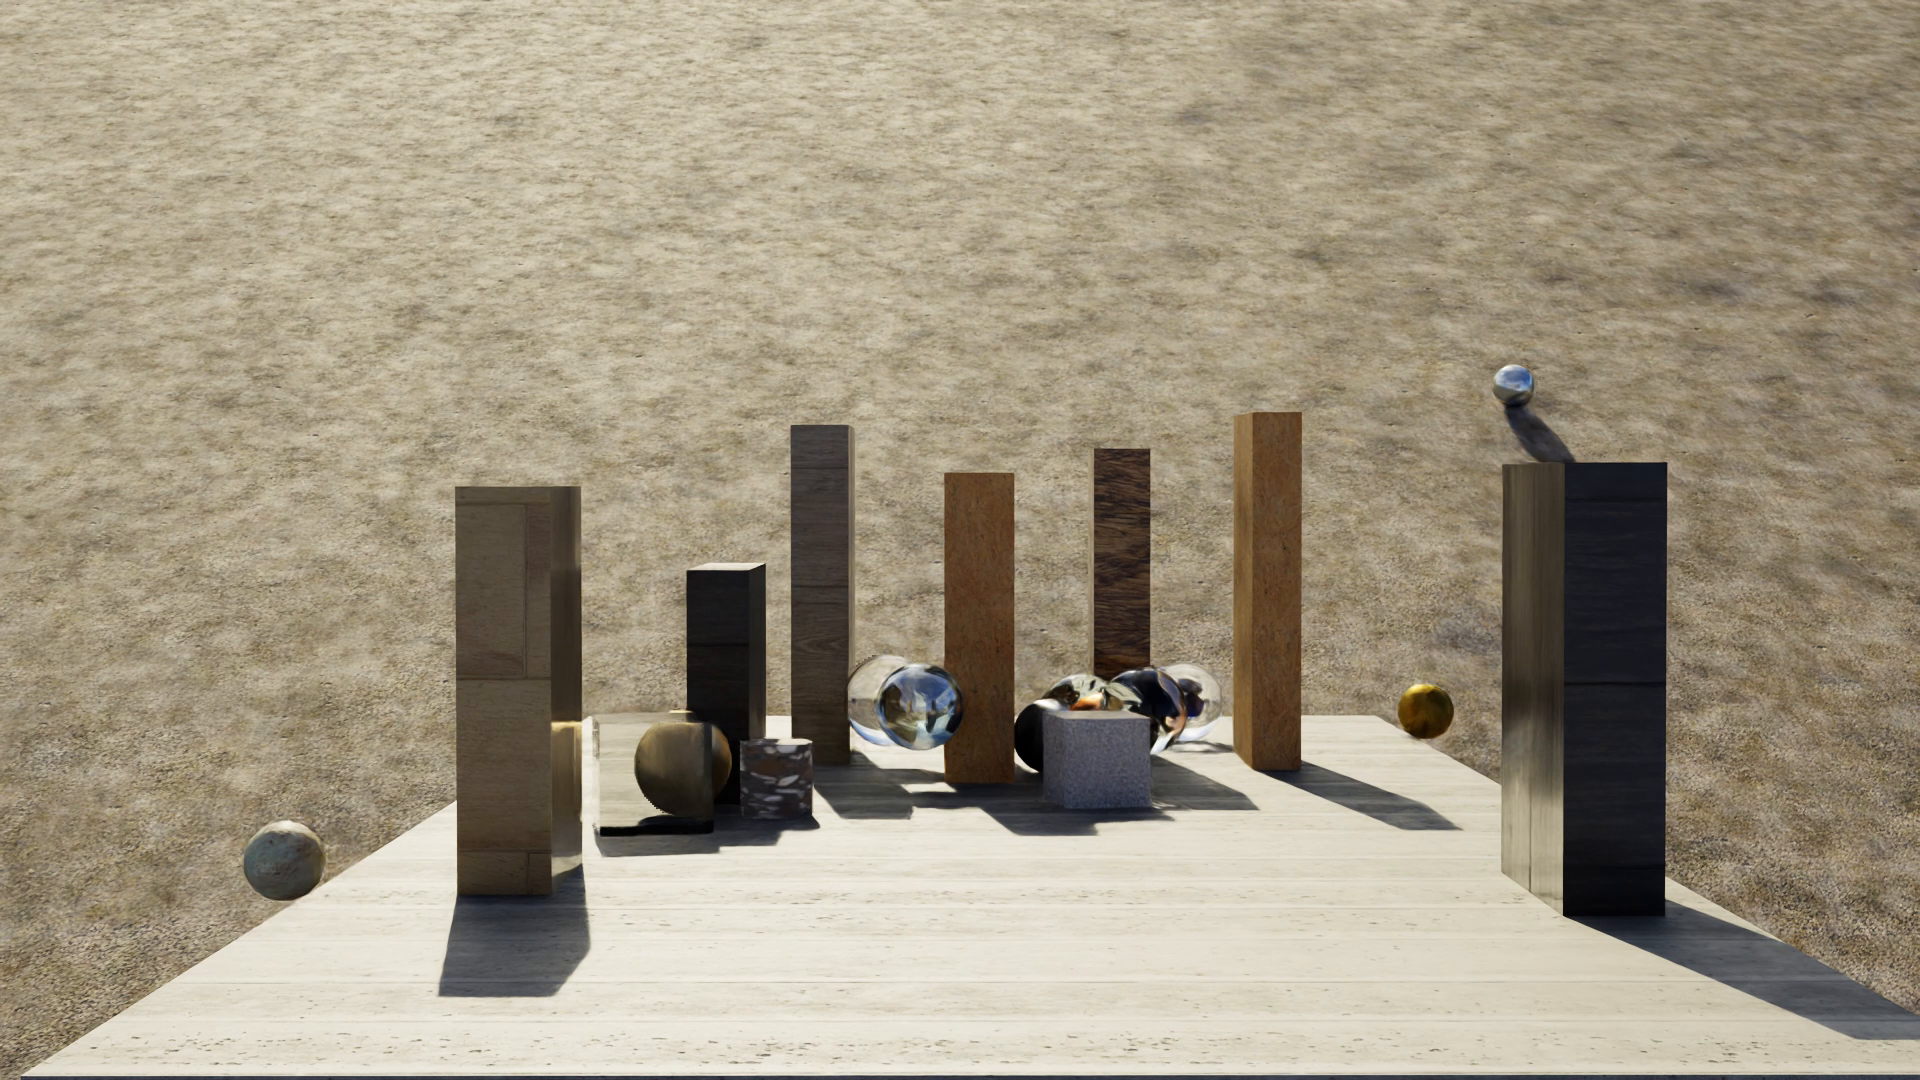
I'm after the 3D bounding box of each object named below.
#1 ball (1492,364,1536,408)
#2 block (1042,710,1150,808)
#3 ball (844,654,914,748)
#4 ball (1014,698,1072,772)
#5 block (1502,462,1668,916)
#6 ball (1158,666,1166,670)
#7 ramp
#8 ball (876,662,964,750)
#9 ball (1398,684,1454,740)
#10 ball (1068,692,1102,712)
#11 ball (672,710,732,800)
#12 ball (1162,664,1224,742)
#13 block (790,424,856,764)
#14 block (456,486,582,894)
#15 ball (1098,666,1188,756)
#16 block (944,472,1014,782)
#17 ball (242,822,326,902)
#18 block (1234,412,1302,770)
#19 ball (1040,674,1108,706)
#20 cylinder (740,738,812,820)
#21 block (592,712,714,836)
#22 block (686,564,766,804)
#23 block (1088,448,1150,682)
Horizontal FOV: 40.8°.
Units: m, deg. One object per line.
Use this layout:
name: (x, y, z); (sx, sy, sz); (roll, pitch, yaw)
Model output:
ball: (1.834, -0.511, 8.551); (0.140, 0.140, 0.140); (0, 26, 0)
block: (0.253, 0.405, 4.795); (0.162, 0.162, 0.162); (0, 1, -12)
ball: (-0.146, 0.336, 5.383); (0.194, 0.194, 0.194); (0, 26, 0)
ball: (0.184, 0.400, 5.262); (0.153, 0.153, 0.153); (0, 26, 0)
block: (0.893, 0.200, 3.717); (0.140, 0.619, 0.399); (0, 1, 0)
ball: (0.508, 0.382, 6.368); (0.140, 0.140, 0.140); (0, 26, 0)
ramp: (0.060, 0.541, 4.577); (2.000, 0.100, 4.000); (0, 1, 0)
ball: (-0.078, 0.324, 5.026); (0.172, 0.172, 0.172); (0, 26, 0)
ball: (1.093, 0.402, 6.057); (0.131, 0.131, 0.131); (0, 26, 0)
ball: (0.289, 0.391, 5.132); (0.177, 0.177, 0.177); (0, 26, 0)
ball: (-0.503, 0.399, 4.659); (0.182, 0.182, 0.182); (0, 26, 0)
ball: (0.512, 0.372, 5.904); (0.181, 0.181, 0.181); (0, 26, 0)
block: (-0.296, 0.111, 5.614); (0.122, 0.715, 0.349); (0, 1, 0)
block: (-0.656, 0.213, 3.861); (0.136, 0.587, 0.308); (0, 1, 0)
ball: (0.354, 0.331, 4.982); (0.171, 0.171, 0.171); (0, 26, 0)
block: (0.038, 0.169, 5.309); (0.138, 0.613, 0.429); (0, 1, 0)
ball: (-1.004, 0.477, 3.833); (0.119, 0.119, 0.119); (0, 26, 0)
block: (0.654, 0.102, 5.504); (0.102, 0.739, 0.360); (0, 1, 0)
ball: (0.256, 0.376, 5.418); (0.193, 0.193, 0.193); (0, 26, 0)
cylinder: (-0.330, 0.426, 4.613); (0.130, 0.130, 0.130); (0, 1, 0)
block: (-0.530, 0.400, 4.433); (0.189, 0.189, 0.189); (0, 1, -12)
block: (-0.446, 0.267, 4.961); (0.115, 0.433, 0.427); (0, 1, 0)
block: (0.346, 0.135, 5.629); (0.120, 0.666, 0.248); (0, 1, 0)
